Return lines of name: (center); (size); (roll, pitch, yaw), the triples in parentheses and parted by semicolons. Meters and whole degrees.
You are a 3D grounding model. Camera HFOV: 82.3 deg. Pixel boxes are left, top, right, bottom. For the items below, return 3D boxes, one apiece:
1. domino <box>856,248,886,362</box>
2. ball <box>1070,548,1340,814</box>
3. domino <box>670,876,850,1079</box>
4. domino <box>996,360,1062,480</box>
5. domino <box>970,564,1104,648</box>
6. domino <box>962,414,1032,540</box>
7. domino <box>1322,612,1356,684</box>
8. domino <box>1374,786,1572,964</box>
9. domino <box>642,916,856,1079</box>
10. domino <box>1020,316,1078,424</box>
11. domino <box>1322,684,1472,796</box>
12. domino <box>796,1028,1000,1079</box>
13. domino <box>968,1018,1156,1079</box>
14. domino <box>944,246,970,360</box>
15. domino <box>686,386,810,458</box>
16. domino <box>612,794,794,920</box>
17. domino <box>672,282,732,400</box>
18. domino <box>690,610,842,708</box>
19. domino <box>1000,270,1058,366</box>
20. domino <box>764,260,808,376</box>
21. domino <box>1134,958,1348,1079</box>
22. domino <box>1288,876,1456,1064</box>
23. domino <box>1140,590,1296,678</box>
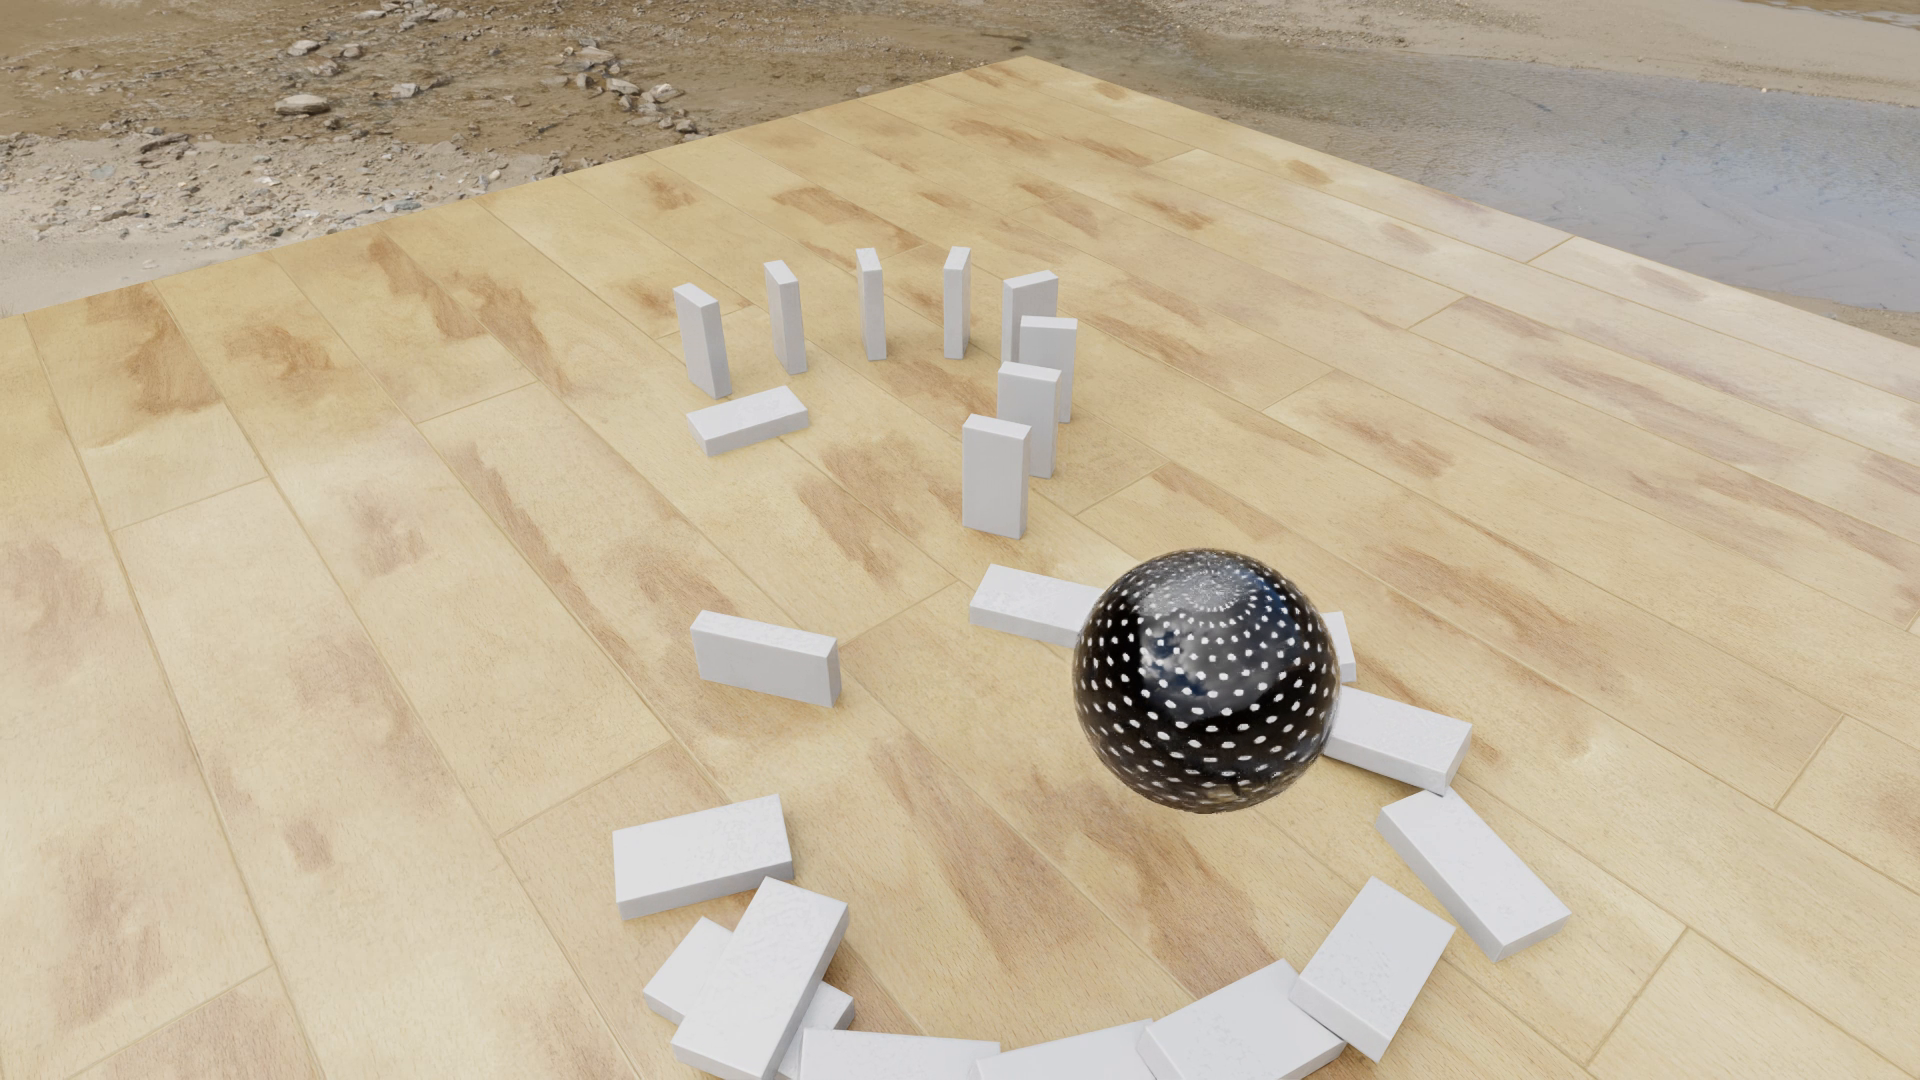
domino: (-0.045, -0.119, 0.557); (0.010, 0.050, 0.025); (-8, 40, -9)
ball: (0.074, 0.042, 0.336); (0.080, 0.080, 0.080); (0, 39, 0)
domino: (-0.051, 0.115, 0.288); (0.025, 0.010, 0.050); (13, 41, 15)
domino: (0.029, -0.051, 0.474); (0.025, 0.050, 0.010); (12, 41, 14)
domino: (0.031, 0.025, 0.412); (0.050, 0.009, 0.025); (13, 41, 15)
domino: (0.014, -0.025, 0.442); (0.025, 0.050, 0.009); (14, 41, 16)
domino: (0.110, 0.040, 0.385); (0.050, 0.009, 0.025); (-9, 38, 13)
domino: (0.150, 0.097, 0.325); (0.025, 0.010, 0.050); (-15, 42, -18)
domino: (-0.056, 0.123, 0.293); (0.050, 0.010, 0.025); (19, 43, 22)
domino: (0.040, -0.078, 0.507); (0.025, 0.050, 0.009); (4, 40, 5)
domino: (0.136, 0.063, 0.358); (0.050, 0.009, 0.025); (16, 40, 37)
domino: (-0.015, 0.136, 0.269); (0.050, 0.010, 0.025); (8, 38, -9)
domino: (0.030, 0.136, 0.269); (0.050, 0.010, 0.025); (-2, 37, -23)
domino: (-0.001, -0.120, 0.558); (0.010, 0.050, 0.025); (6, 40, 7)
domino: (-0.099, -0.056, 0.511); (0.050, 0.009, 0.025); (-20, 44, -23)
domino: (-0.077, 0.094, 0.329); (0.050, 0.010, 0.025); (-10, 40, -12)
domino: (-0.123, -0.095, 0.527); (0.010, 0.050, 0.025); (-29, 48, -31)
domino: (-0.067, 0.041, 0.381); (0.050, 0.025, 0.009); (10, 40, 12)
domino: (0.034, -0.105, 0.540); (0.025, 0.050, 0.010); (-18, 43, -20)
domino: (-0.086, -0.110, 0.546); (0.010, 0.050, 0.025); (-16, 42, -19)
domino: (0.072, 0.127, 0.279); (0.050, 0.010, 0.025); (-9, 38, -32)
domino: (0.112, 0.114, 0.296); (0.025, 0.010, 0.050); (30, 36, 30)
domino: (0.090, 0.033, 0.386); (0.050, 0.010, 0.025); (-9, 37, 12)
